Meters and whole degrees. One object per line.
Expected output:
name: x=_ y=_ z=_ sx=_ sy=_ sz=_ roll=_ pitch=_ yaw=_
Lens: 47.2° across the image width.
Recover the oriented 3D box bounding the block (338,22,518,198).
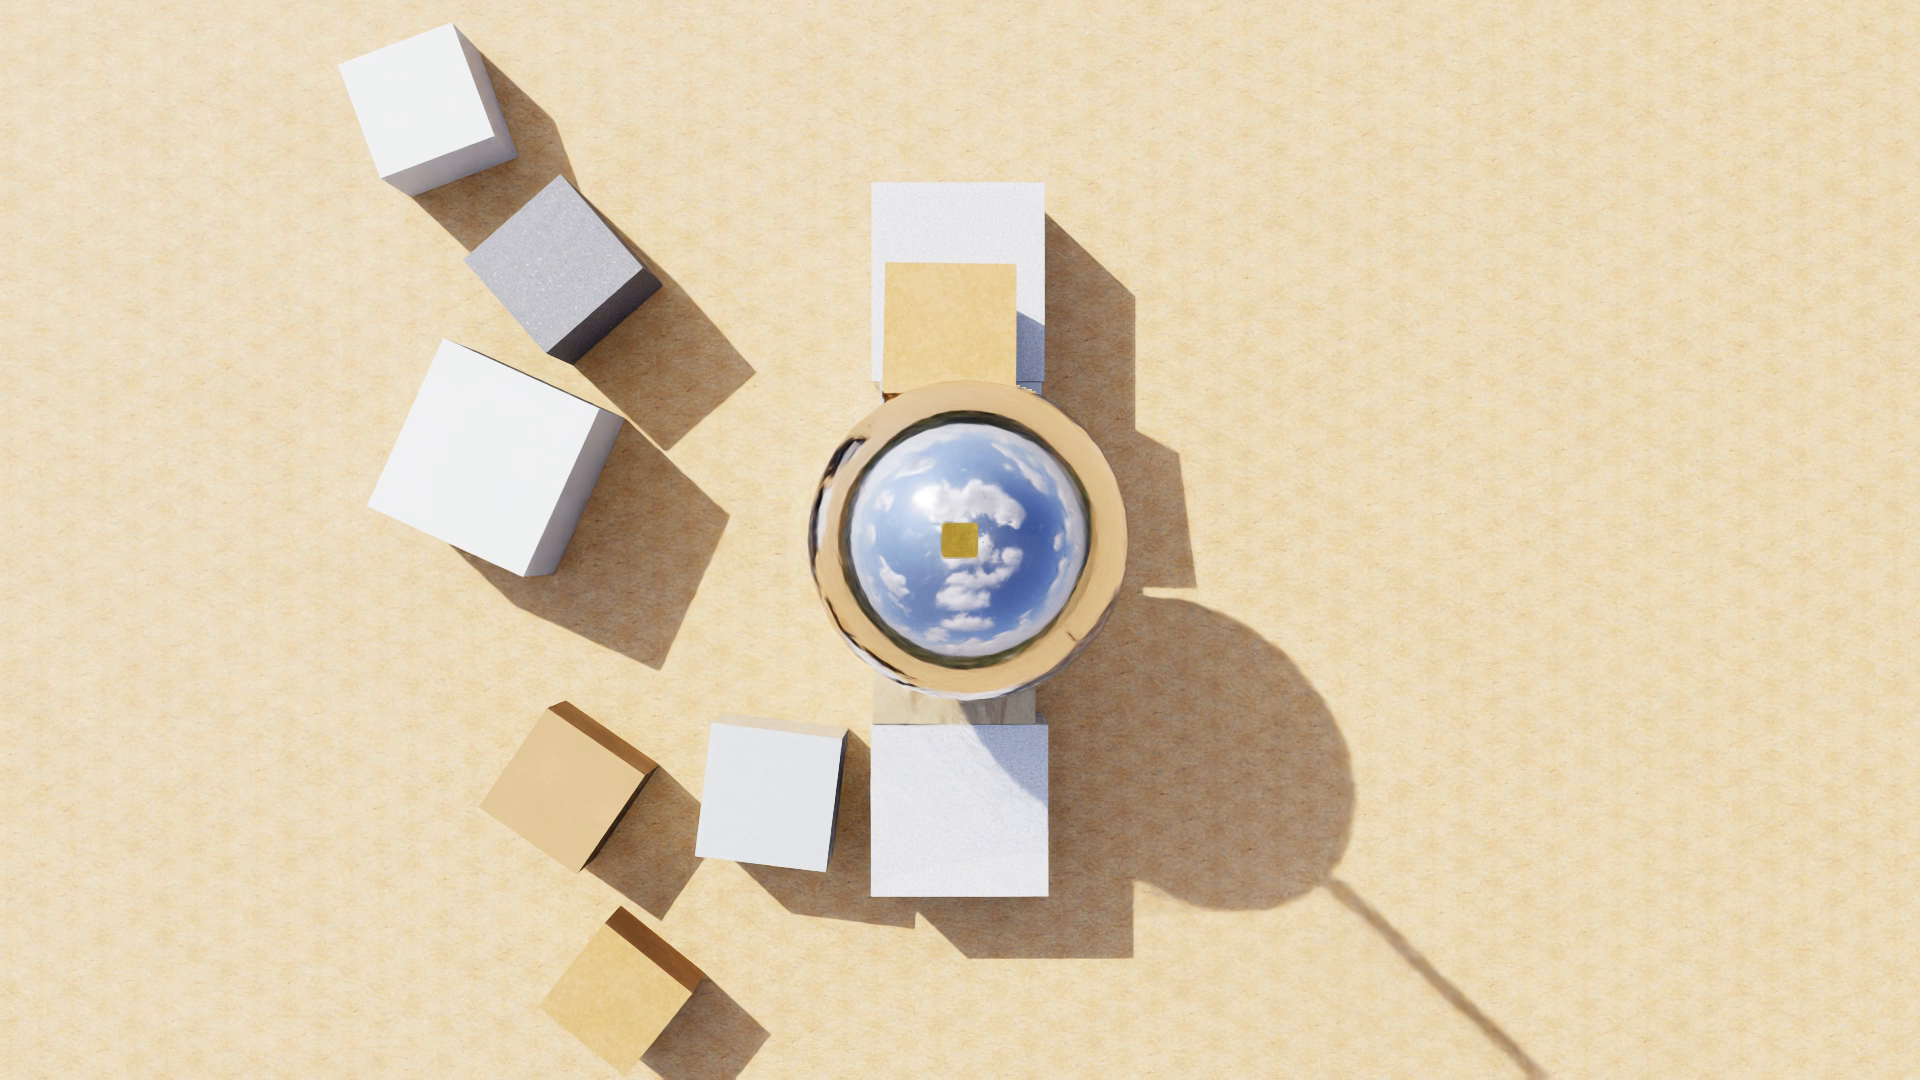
block: x=-3.048 y=-2.464 z=12.660 sx=0.682 sy=0.679 sz=0.680 roll=-20 pitch=90 yaw=0

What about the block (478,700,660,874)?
block: x=-2.246 y=1.417 z=12.701 sx=0.672 sy=0.598 sz=0.679 roll=35 pitch=90 yaw=0

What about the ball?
ball: x=0.037 y=0.000 z=10.941 sx=1.600 sy=1.600 sz=1.600 roll=0 pitch=90 yaw=0

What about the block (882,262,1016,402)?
block: x=-0.052 y=-1.019 z=11.723 sx=0.687 sy=0.666 sz=0.714 roll=1 pitch=76 yaw=0

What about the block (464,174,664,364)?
block: x=-2.251 y=-1.528 z=12.580 sx=0.717 sy=0.839 sz=0.691 roll=-41 pitch=90 yaw=0

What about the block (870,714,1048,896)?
block: x=-0.003 y=1.499 z=12.592 sx=0.981 sy=0.816 sz=0.950 roll=0 pitch=90 yaw=0

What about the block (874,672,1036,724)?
block: x=-0.031 y=0.574 z=12.584 sx=0.896 sy=0.832 sz=0.889 roll=0 pitch=90 yaw=0

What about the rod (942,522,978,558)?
rod: x=0.016 y=0.000 z=7.541 sx=0.080 sy=5.200 sz=0.080 roll=0 pitch=90 yaw=0

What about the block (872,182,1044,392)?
block: x=-0.011 y=-1.425 z=12.567 sx=0.955 sy=0.866 sz=1.097 roll=0 pitch=90 yaw=0

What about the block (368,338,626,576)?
block: x=-2.615 y=-0.453 z=12.529 sx=0.940 sy=0.942 sz=1.013 roll=24 pitch=90 yaw=0

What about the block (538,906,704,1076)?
block: x=-1.947 y=2.594 z=12.701 sx=0.635 sy=0.598 sz=0.605 roll=39 pitch=90 yaw=0

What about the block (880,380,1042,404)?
block: x=0.002 y=-0.375 z=12.514 sx=0.880 sy=0.973 sz=0.981 roll=1 pitch=90 yaw=0

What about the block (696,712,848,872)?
block: x=-1.068 y=1.437 z=12.636 sx=0.735 sy=0.728 sz=0.749 roll=7 pitch=90 yaw=0
